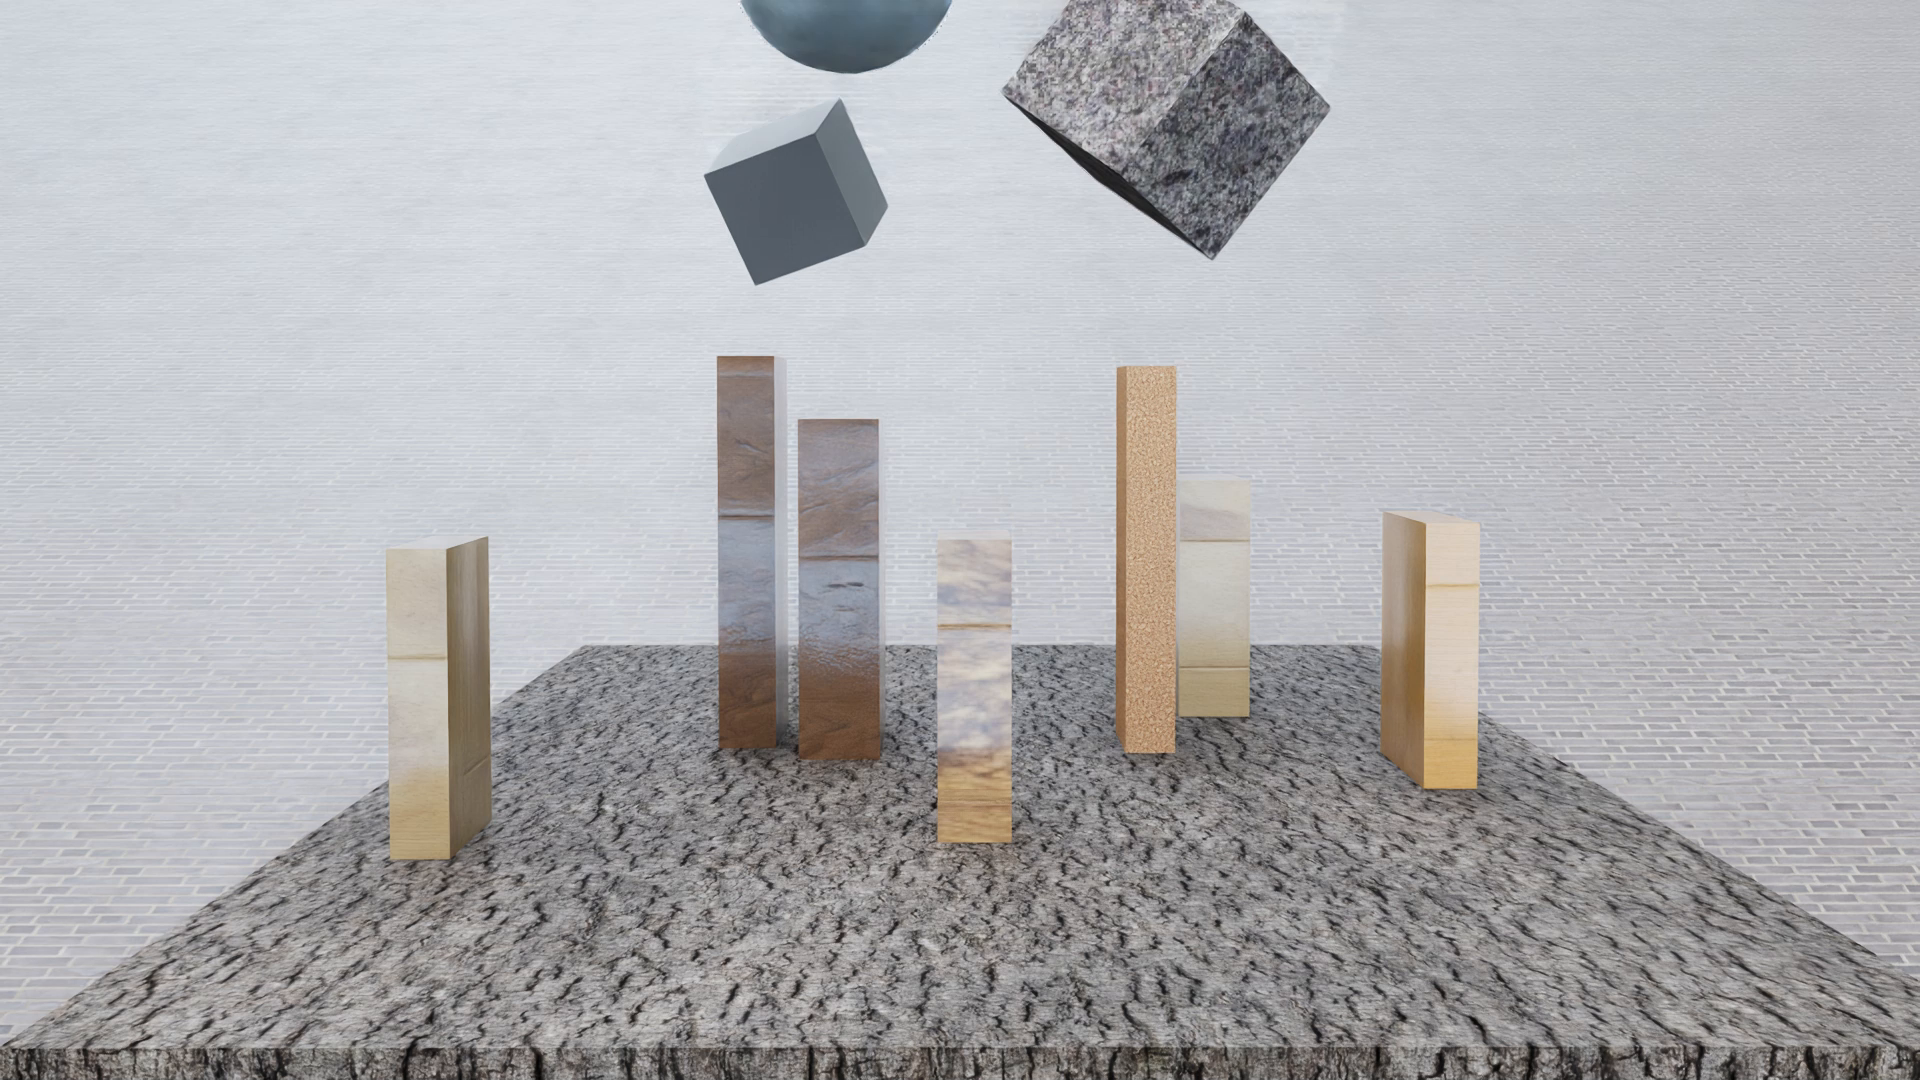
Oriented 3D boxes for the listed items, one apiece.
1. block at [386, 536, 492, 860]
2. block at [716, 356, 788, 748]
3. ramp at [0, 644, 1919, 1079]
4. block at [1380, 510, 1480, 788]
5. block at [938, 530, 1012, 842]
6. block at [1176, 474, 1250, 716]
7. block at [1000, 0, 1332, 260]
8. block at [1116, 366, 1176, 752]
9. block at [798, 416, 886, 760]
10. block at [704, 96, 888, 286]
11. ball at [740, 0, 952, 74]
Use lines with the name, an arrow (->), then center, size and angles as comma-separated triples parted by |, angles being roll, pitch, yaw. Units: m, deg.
block -> -0.747, 0.217, 3.699 | 0.083, 0.430, 0.322 | 0, 3, 0
block -> -0.385, 0.013, 4.806 | 0.103, 0.708, 0.353 | 0, 3, 0
ramp -> 0.048, 0.433, 4.532 | 2.000, 0.100, 4.000 | 0, 3, 0
block -> 0.796, 0.176, 4.371 | 0.087, 0.432, 0.424 | 0, 3, 0
block -> 0.020, 0.209, 3.795 | 0.106, 0.435, 0.258 | 0, 3, 0
block -> 0.503, 0.105, 5.283 | 0.140, 0.468, 0.411 | 0, 3, 0
block -> 0.187, -0.397, 2.320 | 0.174, 0.174, 0.174 | 42, 6, 39
block -> 0.339, 0.028, 4.708 | 0.088, 0.689, 0.287 | 0, 3, 0
block -> -0.212, 0.075, 4.687 | 0.141, 0.597, 0.392 | 0, 3, 0
block -> -0.155, -0.334, 2.459 | 0.117, 0.117, 0.117 | -18, 22, 18
ball -> -0.100, -0.514, 2.265 | 0.203, 0.203, 0.203 | 0, 21, 0
